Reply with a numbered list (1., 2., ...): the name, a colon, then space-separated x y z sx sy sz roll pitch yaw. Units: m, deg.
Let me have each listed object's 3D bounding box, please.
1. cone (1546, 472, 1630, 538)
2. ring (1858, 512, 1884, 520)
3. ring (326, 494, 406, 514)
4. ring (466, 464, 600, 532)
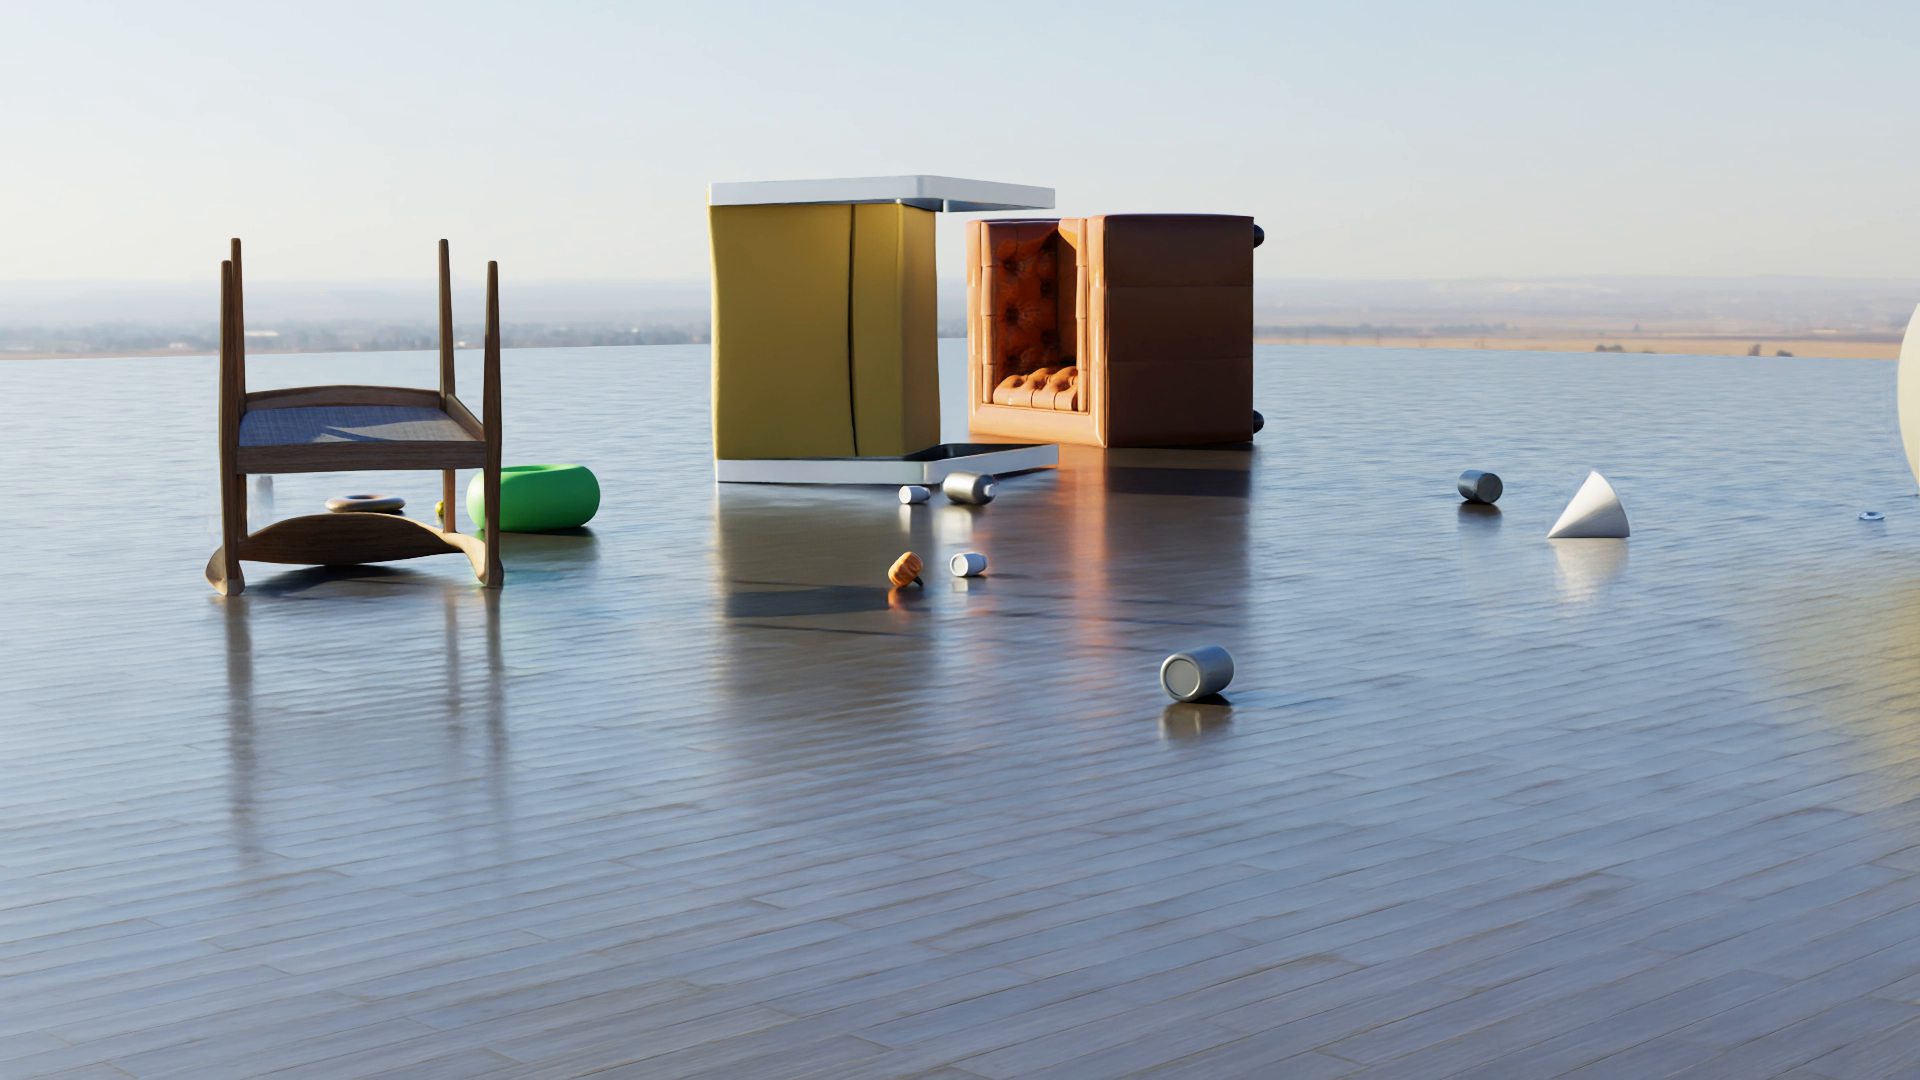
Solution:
1. cone: 1.554 -0.046 6.449 0.184 0.186 0.192 -27 -35 -1
2. ring: 2.475 -0.066 6.966 0.071 0.018 0.066 5 8 44
3. ring: -1.671 -0.102 7.214 0.217 0.039 0.281 1 6 3
4. ring: -1.122 -0.112 6.753 0.311 0.156 0.387 3 8 34
